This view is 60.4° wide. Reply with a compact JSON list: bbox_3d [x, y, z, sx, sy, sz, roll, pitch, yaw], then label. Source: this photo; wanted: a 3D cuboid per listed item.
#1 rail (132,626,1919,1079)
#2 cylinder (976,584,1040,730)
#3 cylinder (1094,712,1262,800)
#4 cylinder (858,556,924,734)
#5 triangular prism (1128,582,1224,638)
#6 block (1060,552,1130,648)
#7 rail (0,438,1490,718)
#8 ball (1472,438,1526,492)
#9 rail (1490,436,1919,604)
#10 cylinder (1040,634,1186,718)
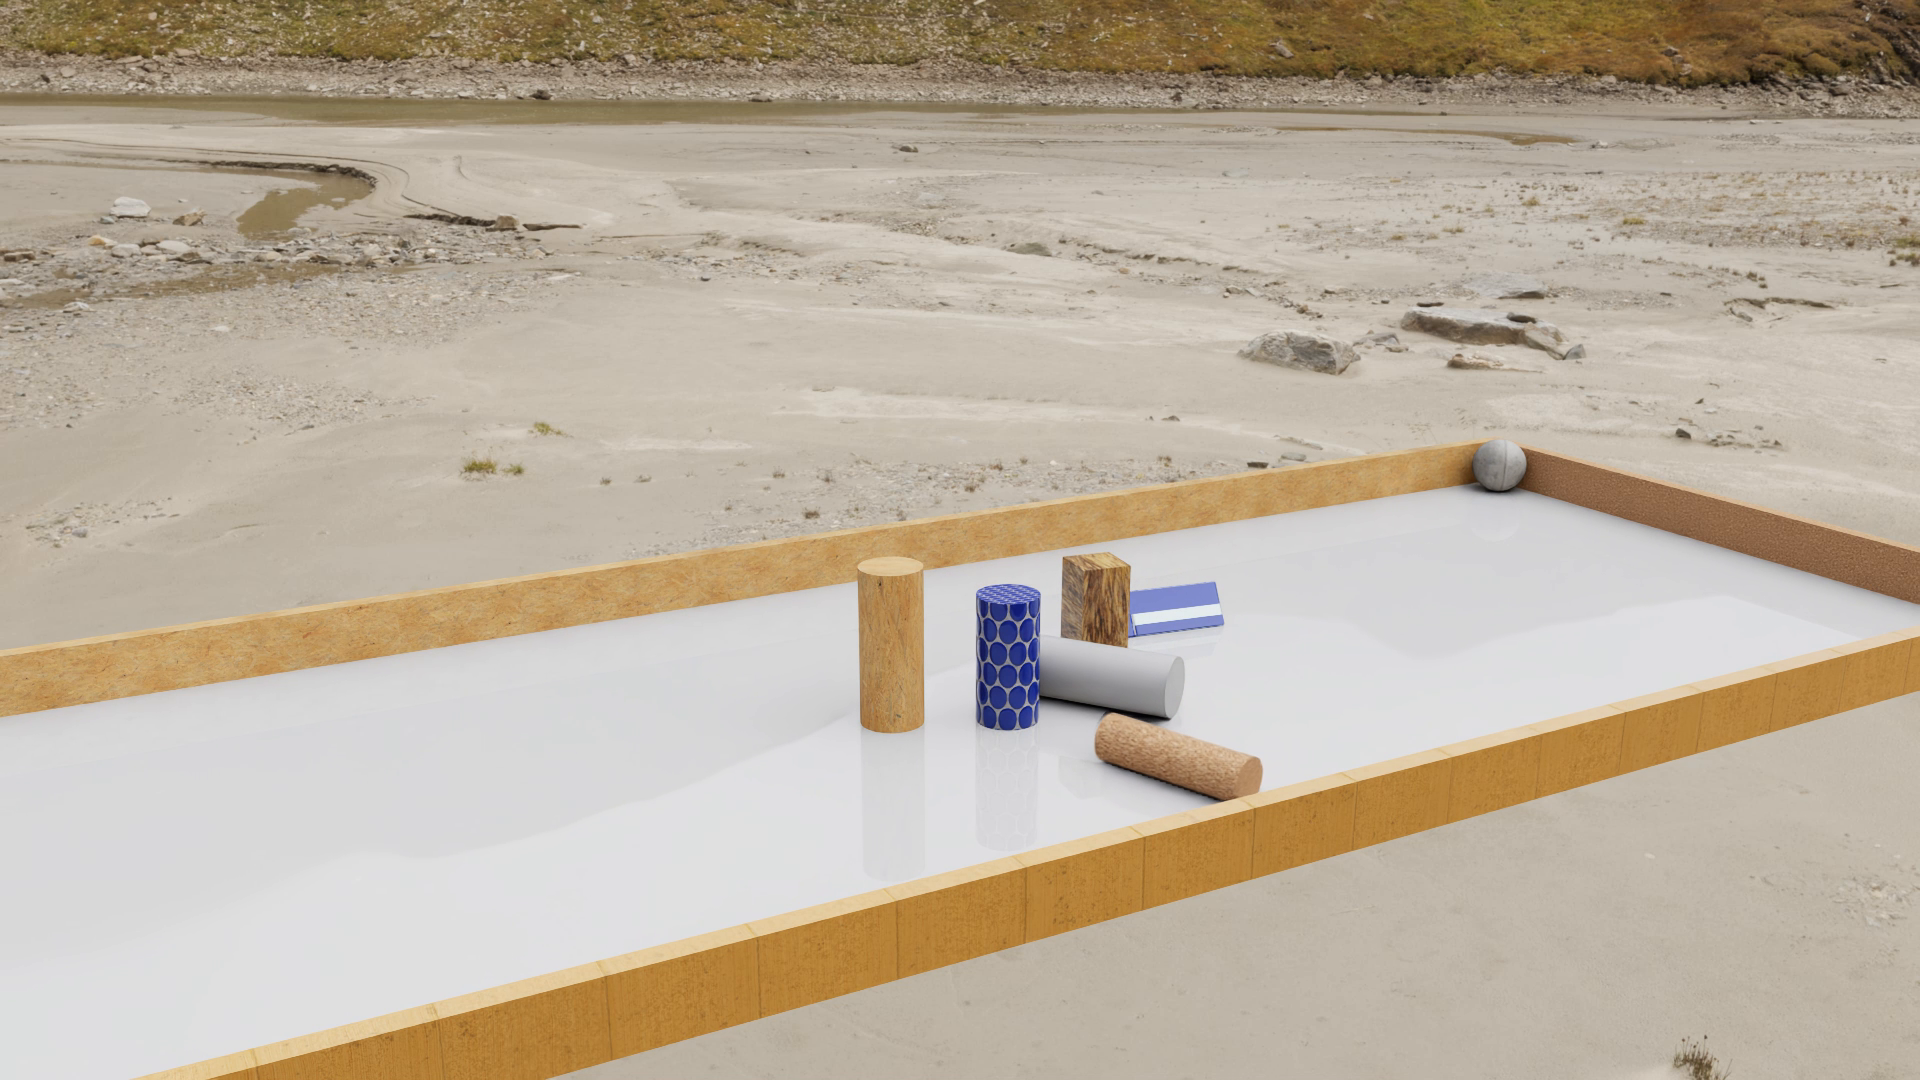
[{"bbox_3d":[-2.336,1.006,1.665,12.000,0.150,0.050,-9,18,-27],"label":"rail"},{"bbox_3d":[0.112,0.274,3.872,0.151,0.310,0.151,0,16,0],"label":"cylinder"},{"bbox_3d":[0.468,0.471,3.563,0.364,0.107,0.107,14,21,39],"label":"cylinder"},{"bbox_3d":[-0.160,0.244,3.847,0.152,0.383,0.152,0,16,0],"label":"cylinder"},{"bbox_3d":[0.526,0.185,4.525,0.388,0.107,0.124,-6,17,-19],"label":"triangular prism"},{"bbox_3d":[0.338,0.198,4.139,0.127,0.304,0.127,-6,17,-20],"label":"block"},{"bbox_3d":[-3.305,0.497,3.399,12.000,0.150,0.050,-9,18,-27],"label":"rail"},{"bbox_3d":[1.942,-0.270,5.940,0.188,0.188,0.188,0,16,0],"label":"ball"},{"bbox_3d":[2.466,-0.048,5.253,0.050,0.150,2.100,-9,18,-27],"label":"rail"},{"bbox_3d":[0.328,0.324,3.989,0.403,0.149,0.149,8,18,25],"label":"cylinder"}]
